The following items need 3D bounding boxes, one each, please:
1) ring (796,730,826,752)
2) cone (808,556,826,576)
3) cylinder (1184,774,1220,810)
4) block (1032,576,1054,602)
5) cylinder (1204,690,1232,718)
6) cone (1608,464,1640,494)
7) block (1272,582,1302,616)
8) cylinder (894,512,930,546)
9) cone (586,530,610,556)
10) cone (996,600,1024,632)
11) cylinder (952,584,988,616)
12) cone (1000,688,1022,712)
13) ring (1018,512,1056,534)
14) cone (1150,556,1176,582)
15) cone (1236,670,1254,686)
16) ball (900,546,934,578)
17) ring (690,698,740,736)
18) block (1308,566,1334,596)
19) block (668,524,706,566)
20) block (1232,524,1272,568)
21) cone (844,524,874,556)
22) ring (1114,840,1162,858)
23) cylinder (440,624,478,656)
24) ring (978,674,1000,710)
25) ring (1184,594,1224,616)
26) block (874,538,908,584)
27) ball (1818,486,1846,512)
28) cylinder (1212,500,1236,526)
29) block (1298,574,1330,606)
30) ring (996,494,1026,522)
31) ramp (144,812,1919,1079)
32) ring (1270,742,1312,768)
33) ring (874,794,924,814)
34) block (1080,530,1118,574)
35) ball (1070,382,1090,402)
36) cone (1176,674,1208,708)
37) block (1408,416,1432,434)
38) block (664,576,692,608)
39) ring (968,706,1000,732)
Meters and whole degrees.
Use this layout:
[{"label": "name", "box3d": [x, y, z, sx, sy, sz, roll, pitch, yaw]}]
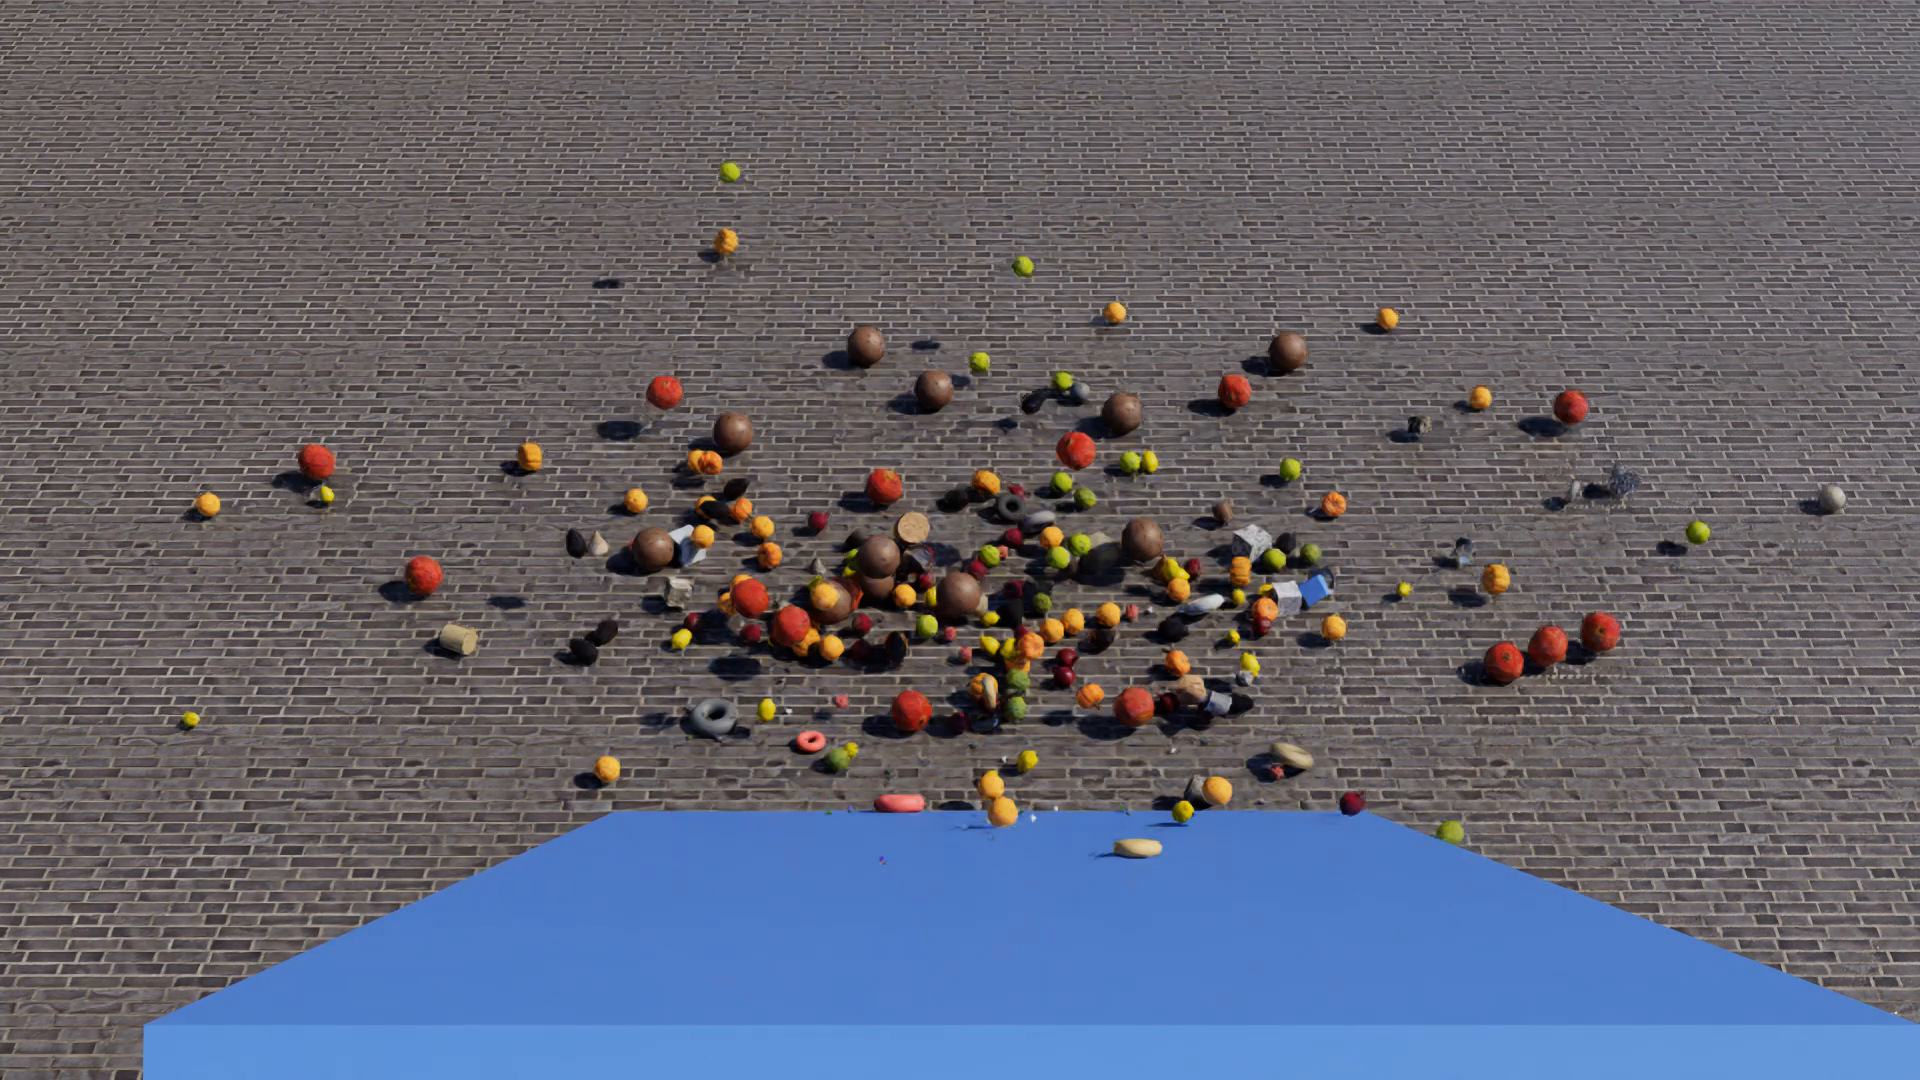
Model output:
[{"label": "ring", "box3d": [-0.416, 0.561, 7.242, 0.083, 0.028, 0.083, 3, 31, -2]}, {"label": "cone", "box3d": [-0.433, 0.069, 7.874, 0.057, 0.057, 0.057, 0, 37, 0]}, {"label": "cylinder", "box3d": [0.651, 0.677, 7.006, 0.074, 0.074, 0.074, 25, 39, -1]}, {"label": "block", "box3d": [0.247, 0.146, 7.756, 0.055, 0.055, 0.055, 4, 71, 5]}, {"label": "cylinder", "box3d": [0.721, 0.459, 7.277, 0.061, 0.061, 0.061, 21, 38, -5]}, {"label": "cone", "box3d": [2.073, -0.210, 8.177, 0.097, 0.097, 0.097, -3, 43, -4]}, {"label": "block", "box3d": [0.969, 0.175, 7.723, 0.070, 0.070, 0.070, -6, 37, -7]}, {"label": "cylinder", "box3d": [-0.146, -0.034, 7.788, 0.094, 0.094, 0.094, -8, -3, -10]}, {"label": "cone", "box3d": [-1.112, -0.003, 7.958, 0.072, 0.072, 0.072, 0, 37, 0]}, {"label": "cone", "box3d": [0.164, 0.235, 7.667, 0.088, 0.088, 0.088, -14, 66, -18]}, {"label": "cylinder", "box3d": [0.030, 0.178, 7.638, 0.081, 0.081, 0.081, -7, 73, 24]}, {"label": "cone", "box3d": [0.145, 0.460, 7.379, 0.059, 0.059, 0.059, 1, 64, 1]}, {"label": "ring", "box3d": [0.236, -0.055, 8.003, 0.120, 0.120, 0.040, -14, 77, -18]}, {"label": "cone", "box3d": [0.614, 0.073, 7.851, 0.079, 0.079, 0.079, 0, 37, 0]}, {"label": "cone", "box3d": [0.789, 0.392, 7.148, 0.053, 0.053, 0.053, -7, 25, -9]}, {"label": "ball", "box3d": [-0.127, 0.064, 7.718, 0.096, 0.096, 0.096, 0, 37, 0]}, {"label": "ring", "box3d": [-0.691, 0.498, 7.313, 0.141, 0.047, 0.141, -1, 38, 1]}, {"label": "block", "box3d": [1.083, 0.127, 7.788, 0.061, 0.061, 0.061, -11, 33, -9]}, {"label": "block", "box3d": [-0.833, 0.017, 7.924, 0.080, 0.080, 0.080, -24, 43, -29]}, {"label": "block", "box3d": [0.889, 0.017, 7.916, 0.083, 0.083, 0.083, -20, 40, -29]}, {"label": "cone", "box3d": [-0.287, 0.018, 7.954, 0.093, 0.093, 0.093, -30, 73, -33]}, {"label": "ring", "box3d": [0.367, 0.637, 5.380, 0.101, 0.034, 0.101, -1, -4, 0]}, {"label": "cylinder", "box3d": [-1.458, 0.289, 7.564, 0.076, 0.076, 0.076, 15, 39, 19]}, {"label": "ring", "box3d": [0.080, 0.424, 7.218, 0.033, 0.099, 0.099, 2, 34, -26]}, {"label": "ring", "box3d": [0.720, 0.191, 7.680, 0.121, 0.040, 0.121, -20, 0, 0]}, {"label": "block", "box3d": [-0.208, 0.062, 7.849, 0.098, 0.098, 0.098, -1, 37, -1]}, {"label": "ball", "box3d": [2.720, -0.129, 8.117, 0.082, 0.082, 0.082, 0, 37, 0]}, {"label": "cylinder", "box3d": [0.815, -0.083, 8.051, 0.057, 0.057, 0.057, -23, 85, -27]}, {"label": "block", "box3d": [1.051, 0.147, 7.712, 0.066, 0.066, 0.066, -31, -3, 19]}, {"label": "ring", "box3d": [0.157, -0.100, 8.090, 0.104, 0.035, 0.104, 11, 56, -16]}, {"label": "ramp", "box3d": [0.081, 0.684, 4.924, 2.000, 0.100, 4.000, 0, -3, 0]}, {"label": "ring", "box3d": [0.911, 0.593, 7.158, 0.126, 0.042, 0.126, 18, 8, -3]}, {"label": "ring", "box3d": [-0.160, 0.699, 6.895, 0.135, 0.045, 0.135, -1, -3, 0]}, {"label": "block", "box3d": [0.421, 0.038, 7.895, 0.081, 0.081, 0.081, -28, 45, -32]}, {"label": "ball", "box3d": [0.397, -0.488, 8.603, 0.070, 0.070, 0.070, 0, 37, 0]}, {"label": "cone", "box3d": [0.669, 0.438, 7.298, 0.095, 0.095, 0.095, -20, 23, -25]}, {"label": "block", "box3d": [1.490, -0.374, 8.424, 0.052, 0.052, 0.052, -7, 14, -36]}, {"label": "block", "box3d": [-0.838, 0.155, 7.716, 0.063, 0.063, 0.063, 9, 27, -20]}, {"label": "ring", "box3d": [0.066, 0.503, 7.320, 0.092, 0.031, 0.092, -1, 36, 0]}]
